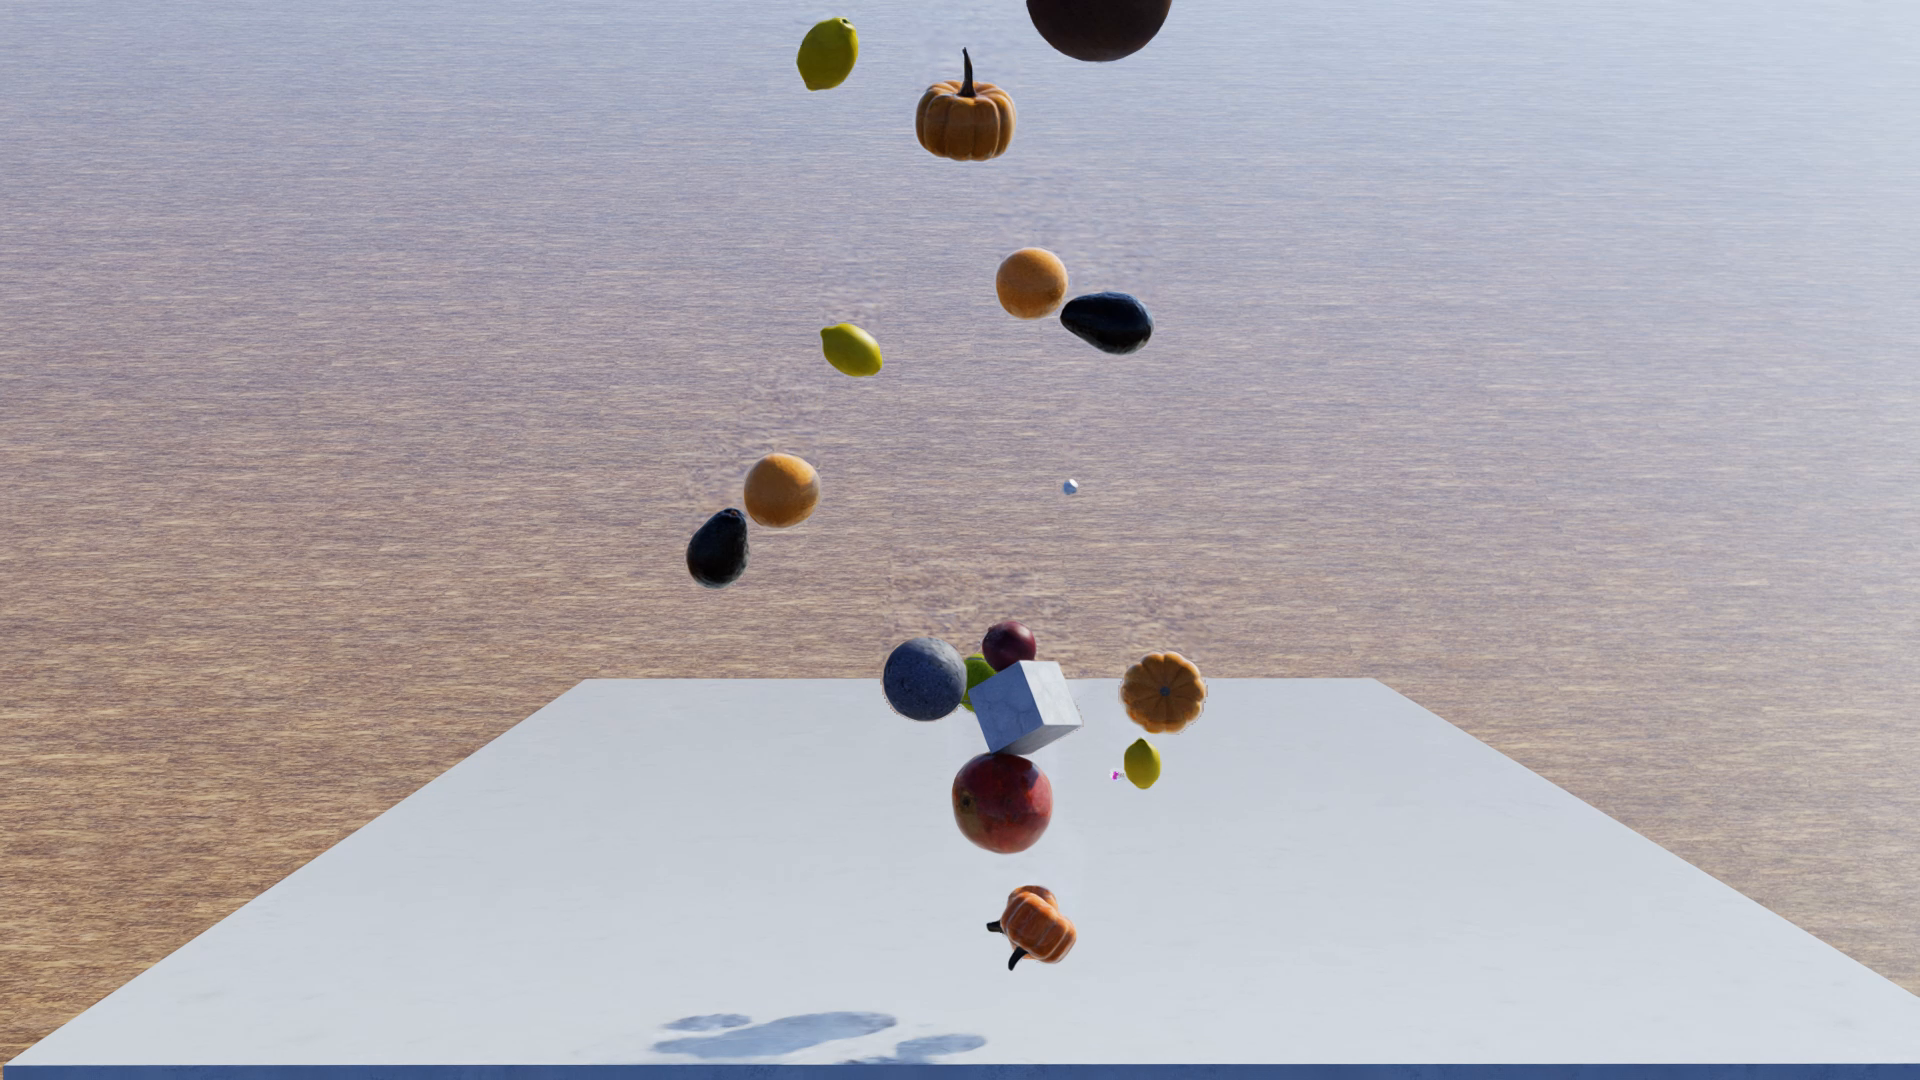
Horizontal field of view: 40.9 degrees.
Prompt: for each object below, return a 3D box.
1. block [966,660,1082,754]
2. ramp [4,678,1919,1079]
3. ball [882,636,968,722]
[{"bbox_3d":[0.071,0.185,2.834,0.077,0.077,0.077,-32,-21,29],"label":"block"},{"bbox_3d":[0.053,0.484,4.539,2.000,0.100,4.000,0,2,0],"label":"ramp"},{"bbox_3d":[-0.034,0.134,2.478,0.081,0.081,0.081,0,23,0],"label":"ball"}]
